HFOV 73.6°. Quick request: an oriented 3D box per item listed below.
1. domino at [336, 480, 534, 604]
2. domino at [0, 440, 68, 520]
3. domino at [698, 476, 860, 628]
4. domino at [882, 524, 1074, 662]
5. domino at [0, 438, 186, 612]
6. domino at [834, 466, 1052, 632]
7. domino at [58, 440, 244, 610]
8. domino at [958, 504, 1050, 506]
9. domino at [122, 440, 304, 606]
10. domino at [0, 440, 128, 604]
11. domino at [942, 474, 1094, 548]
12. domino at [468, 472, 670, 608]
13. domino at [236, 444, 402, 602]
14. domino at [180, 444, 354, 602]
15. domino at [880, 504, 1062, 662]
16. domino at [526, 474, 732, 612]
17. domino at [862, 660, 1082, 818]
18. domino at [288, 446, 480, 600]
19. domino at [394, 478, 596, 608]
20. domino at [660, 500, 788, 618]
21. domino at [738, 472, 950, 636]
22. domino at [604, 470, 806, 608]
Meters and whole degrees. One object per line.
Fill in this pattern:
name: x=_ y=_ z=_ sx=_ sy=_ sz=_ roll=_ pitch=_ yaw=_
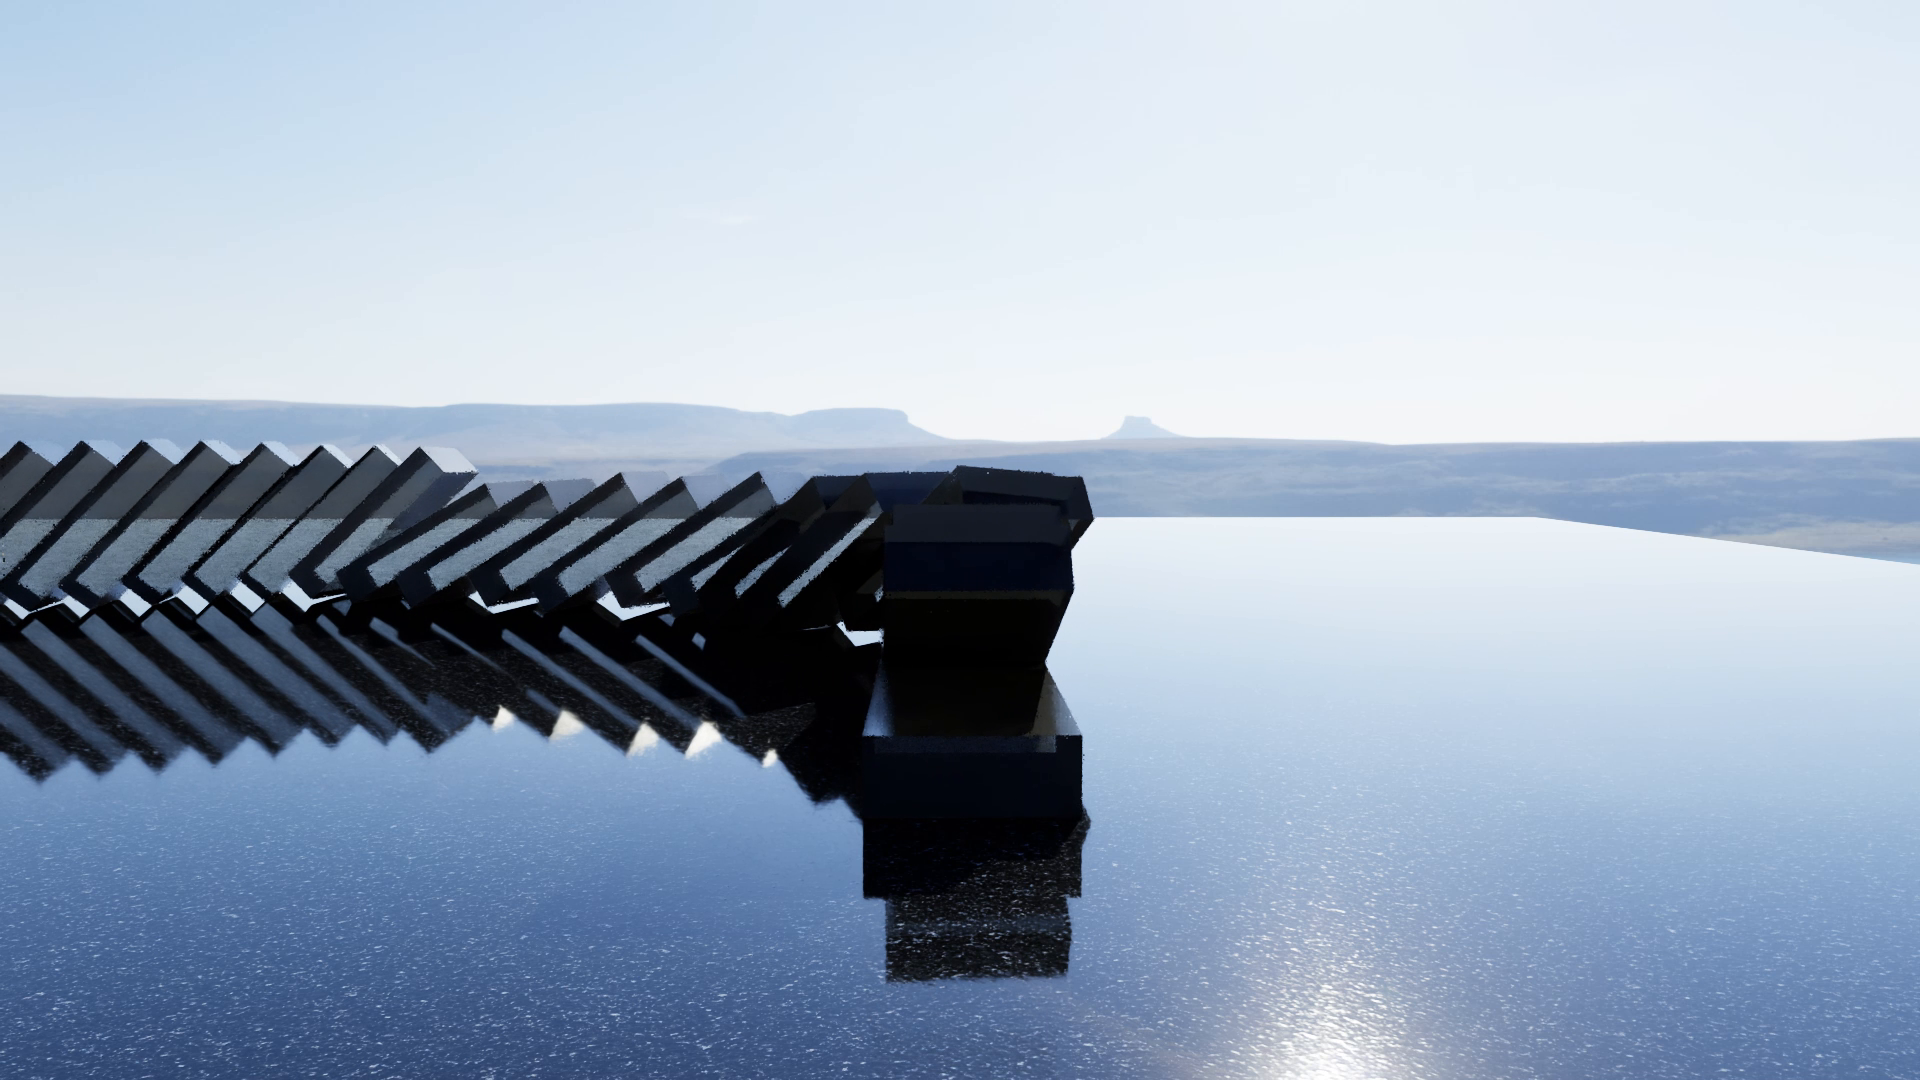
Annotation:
domino: x=-0.141 y=0.000 z=0.350 sx=0.050 sy=0.010 sz=0.025 roll=-28 pitch=-1 yaw=10
domino: x=-0.249 y=-0.004 z=0.327 sx=0.009 sy=0.050 sz=0.025 roll=43 pitch=-10 yaw=-17
domino: x=-0.036 y=0.003 z=0.293 sx=0.025 sy=0.010 sz=0.050 roll=-5 pitch=-27 yaw=-47
domino: x=0.001 y=0.012 z=0.194 sx=0.025 sy=0.010 sz=0.050 roll=0 pitch=-23 yaw=-4
domino: x=-0.226 y=-0.005 z=0.337 sx=0.009 sy=0.050 sz=0.025 roll=43 pitch=-9 yaw=-17
domino: x=-0.003 y=0.003 z=0.272 sx=0.025 sy=0.010 sz=0.050 roll=2 pitch=-33 yaw=-39
domino: x=-0.215 y=-0.005 z=0.343 sx=0.010 sy=0.050 sz=0.025 roll=43 pitch=-10 yaw=-17
domino: x=0.001 y=0.009 z=0.233 sx=0.025 sy=0.010 sz=0.050 roll=0 pitch=-25 yaw=-5
domino: x=-0.203 y=-0.005 z=0.351 sx=0.009 sy=0.050 sz=0.025 roll=44 pitch=-9 yaw=-17
domino: x=-0.238 y=-0.004 z=0.332 sx=0.010 sy=0.050 sz=0.025 roll=43 pitch=-10 yaw=-17
domino: x=0.005 y=0.005 z=0.255 sx=0.025 sy=0.009 sz=0.050 roll=0 pitch=-31 yaw=-20
domino: x=-0.099 y=-0.001 z=0.333 sx=0.050 sy=0.010 sz=0.025 roll=-32 pitch=-4 yaw=12
domino: x=-0.178 y=-0.006 z=0.361 sx=0.009 sy=0.050 sz=0.025 roll=45 pitch=-10 yaw=-16
domino: x=-0.191 y=-0.005 z=0.358 sx=0.010 sy=0.050 sz=0.025 roll=45 pitch=-10 yaw=-17
domino: x=0.000 y=0.010 z=0.212 sx=0.025 sy=0.010 sz=0.050 roll=0 pitch=-25 yaw=-6
domino: x=-0.083 y=0.001 z=0.329 sx=0.050 sy=0.010 sz=0.025 roll=-32 pitch=-4 yaw=14
domino: x=0.001 y=0.025 z=0.171 sx=0.025 sy=0.010 sz=0.050 roll=0 pitch=4 yaw=-1
domino: x=-0.159 y=-0.005 z=0.356 sx=0.050 sy=0.009 sz=0.025 roll=-43 pitch=2 yaw=2
domino: x=-0.121 y=0.001 z=0.339 sx=0.050 sy=0.009 sz=0.025 roll=-30 pitch=-3 yaw=13
domino: x=-0.047 y=0.002 z=0.318 sx=0.050 sy=0.009 sz=0.025 roll=-31 pitch=-7 yaw=21
domino: x=-0.024 y=0.003 z=0.279 sx=0.025 sy=0.009 sz=0.050 roll=-4 pitch=-29 yaw=-48
domino: x=-0.062 y=0.000 z=0.325 sx=0.050 sy=0.009 sz=0.025 roll=-32 pitch=-8 yaw=16
